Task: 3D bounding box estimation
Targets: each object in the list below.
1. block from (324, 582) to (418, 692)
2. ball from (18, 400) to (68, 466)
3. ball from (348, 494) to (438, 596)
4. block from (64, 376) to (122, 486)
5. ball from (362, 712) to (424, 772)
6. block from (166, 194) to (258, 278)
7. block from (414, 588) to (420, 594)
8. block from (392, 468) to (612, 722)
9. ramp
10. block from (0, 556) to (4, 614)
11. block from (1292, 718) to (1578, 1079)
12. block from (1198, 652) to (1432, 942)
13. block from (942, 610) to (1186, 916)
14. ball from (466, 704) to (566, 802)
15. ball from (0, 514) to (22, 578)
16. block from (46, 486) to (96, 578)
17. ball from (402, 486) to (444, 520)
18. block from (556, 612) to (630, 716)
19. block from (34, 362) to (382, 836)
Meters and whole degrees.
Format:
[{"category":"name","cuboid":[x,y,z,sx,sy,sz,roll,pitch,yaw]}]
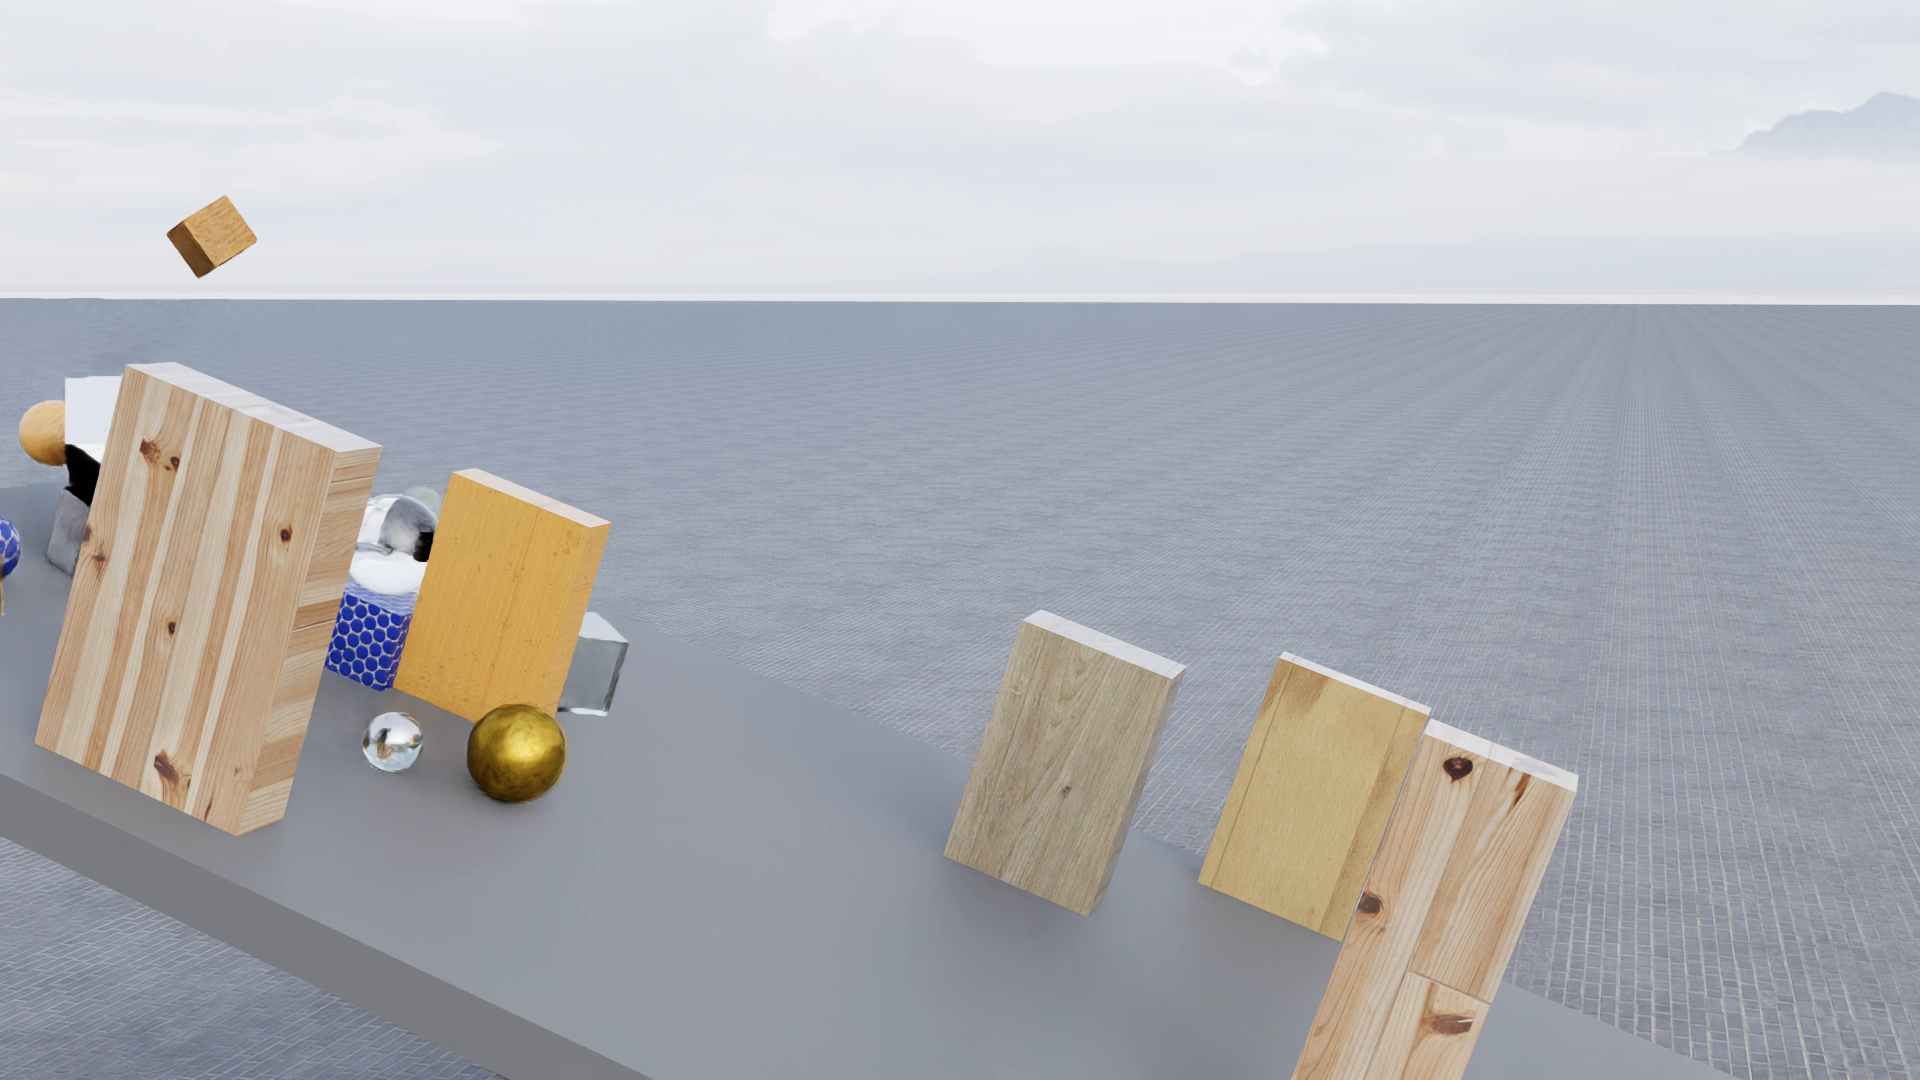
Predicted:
[{"category":"block","cuboid":[-1.178,0.188,4.447,0.162,0.162,0.162,21,12,13]},{"category":"ball","cuboid":[-1.958,-0.231,4.756,0.143,0.143,0.143,0,7,0]},{"category":"ball","cuboid":[-1.139,0.010,4.417,0.205,0.205,0.205,0,7,0]},{"category":"block","cuboid":[-1.755,-0.208,4.581,0.187,0.187,0.187,-3,51,-18]},{"category":"ball","cuboid":[-1.029,0.366,3.992,0.109,0.109,0.109,0,7,0]},{"category":"block","cuboid":[-1.491,-0.604,4.384,0.107,0.107,0.107,-43,18,-33]},{"category":"block","cuboid":[-1.126,0.120,4.687,0.142,0.142,0.142,7,41,-2]},{"category":"block","cuboid":[-0.912,0.130,4.373,0.313,0.461,0.094,21,12,14]},{"category":"ramp","cuboid":[-0.349,0.651,4.221,4.000,0.100,2.000,21,12,14]},{"category":"block","cuboid":[-1.825,0.087,4.003,0.109,0.109,0.109,6,11,9]},{"category":"block","cuboid":[0.718,0.694,3.476,0.240,0.780,0.120,21,12,14]},{"category":"block","cuboid":[0.765,0.555,4.765,0.335,0.536,0.080,21,12,14]},{"category":"block","cuboid":[0.212,0.449,4.461,0.321,0.520,0.148,21,12,14]},{"category":"ball","cuboid":[-0.813,0.390,4.031,0.180,0.180,0.180,0,7,0]},{"category":"ball","cuboid":[-1.882,0.014,4.225,0.146,0.146,0.146,0,7,0]},{"category":"block","cuboid":[-1.726,-0.007,4.472,0.158,0.158,0.158,29,19,27]},{"category":"ball","cuboid":[-1.331,-0.064,5.417,0.135,0.135,0.135,0,7,0]},{"category":"block","cuboid":[-0.831,0.254,4.645,0.169,0.169,0.169,9,15,-37]},{"category":"block","cuboid":[-1.230,0.093,3.586,0.407,0.662,0.125,21,12,14]}]
